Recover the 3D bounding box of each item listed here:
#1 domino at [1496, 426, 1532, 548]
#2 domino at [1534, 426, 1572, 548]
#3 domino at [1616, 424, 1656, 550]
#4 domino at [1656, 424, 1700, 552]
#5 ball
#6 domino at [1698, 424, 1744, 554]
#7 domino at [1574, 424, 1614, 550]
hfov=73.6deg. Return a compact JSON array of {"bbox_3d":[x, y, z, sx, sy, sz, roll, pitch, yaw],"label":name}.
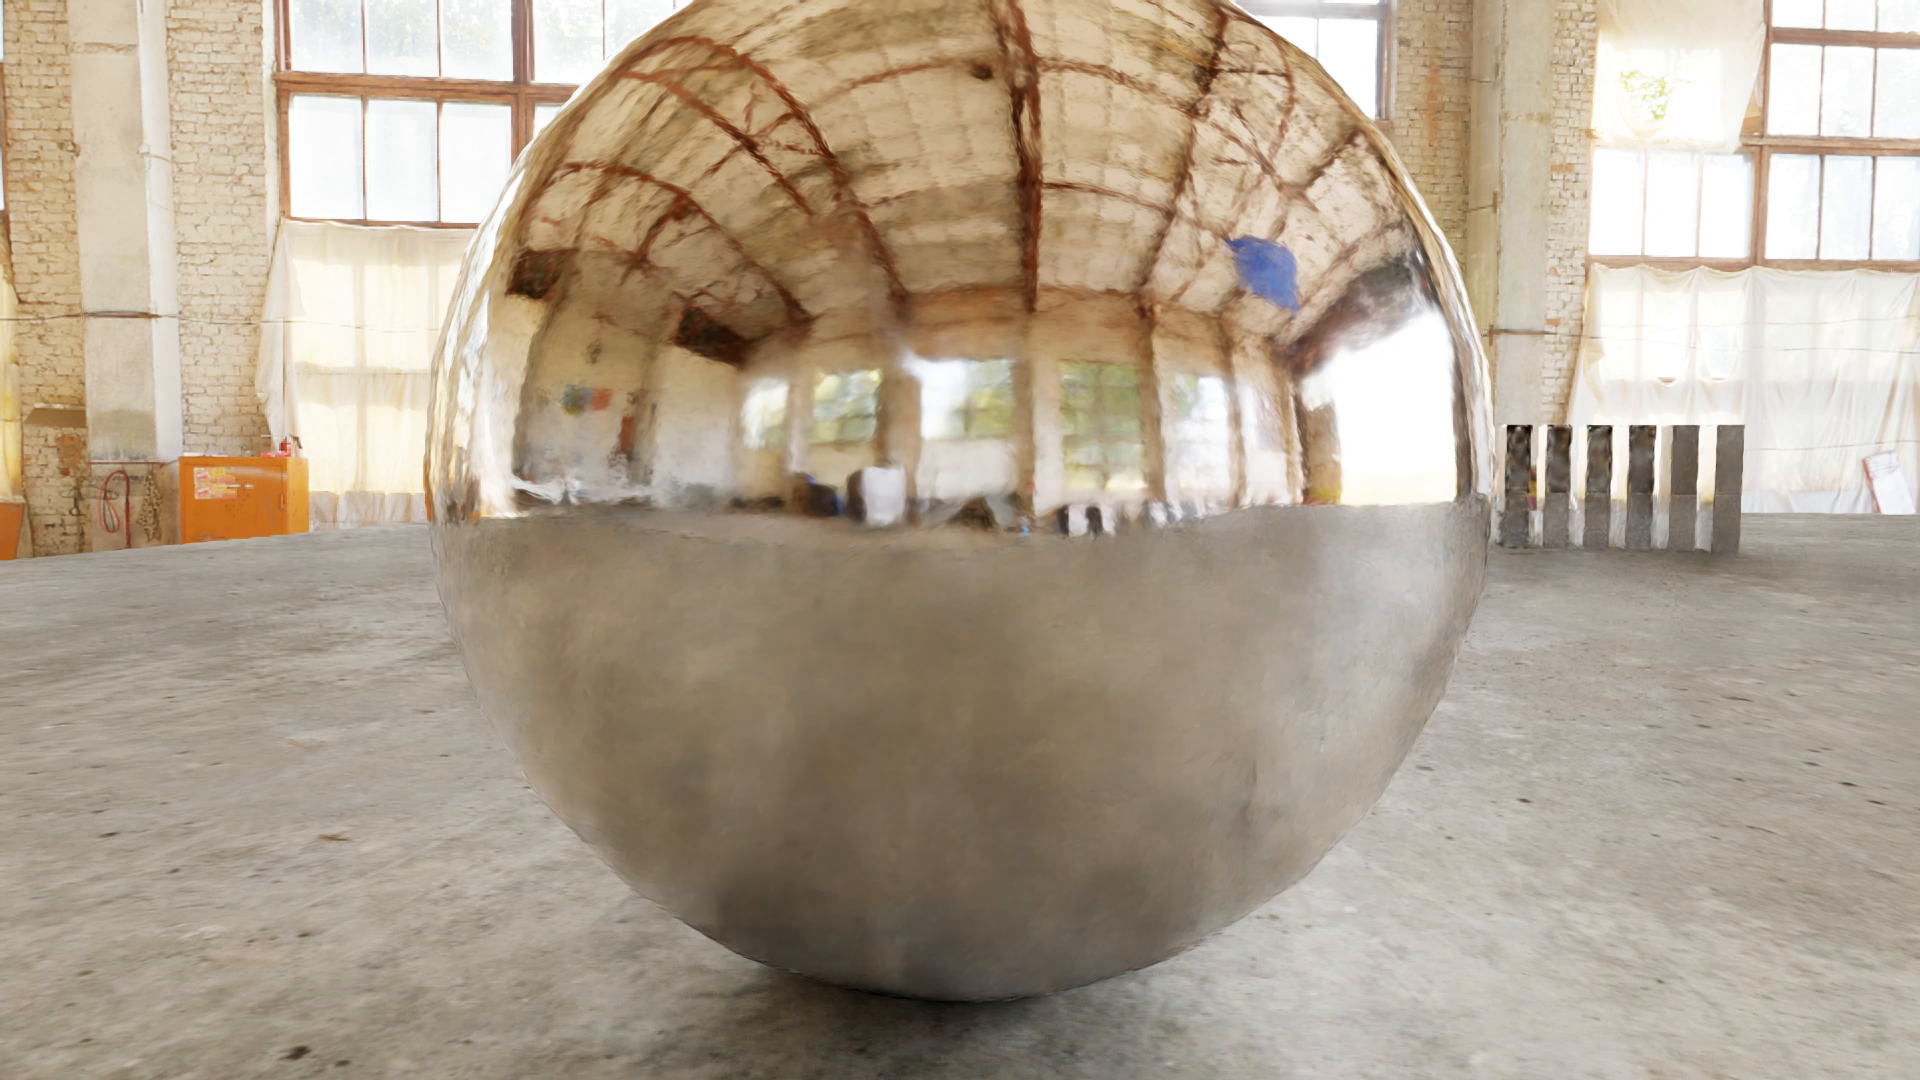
[{"bbox_3d":[0.231,-0.023,0.536,0.010,0.050,0.025,1,4,16],"label":"domino"},{"bbox_3d":[0.246,-0.022,0.531,0.009,0.050,0.025,1,5,18],"label":"domino"},{"bbox_3d":[0.275,-0.022,0.522,0.009,0.050,0.025,1,5,19],"label":"domino"},{"bbox_3d":[0.289,-0.021,0.517,0.009,0.050,0.025,2,5,19],"label":"domino"},{"bbox_3d":[0.000,-0.005,0.103,0.080,0.080,0.080,0,4,0],"label":"ball"},{"bbox_3d":[0.303,-0.021,0.512,0.009,0.050,0.025,1,5,19],"label":"domino"},{"bbox_3d":[0.260,-0.022,0.527,0.010,0.050,0.025,1,5,18],"label":"domino"}]
